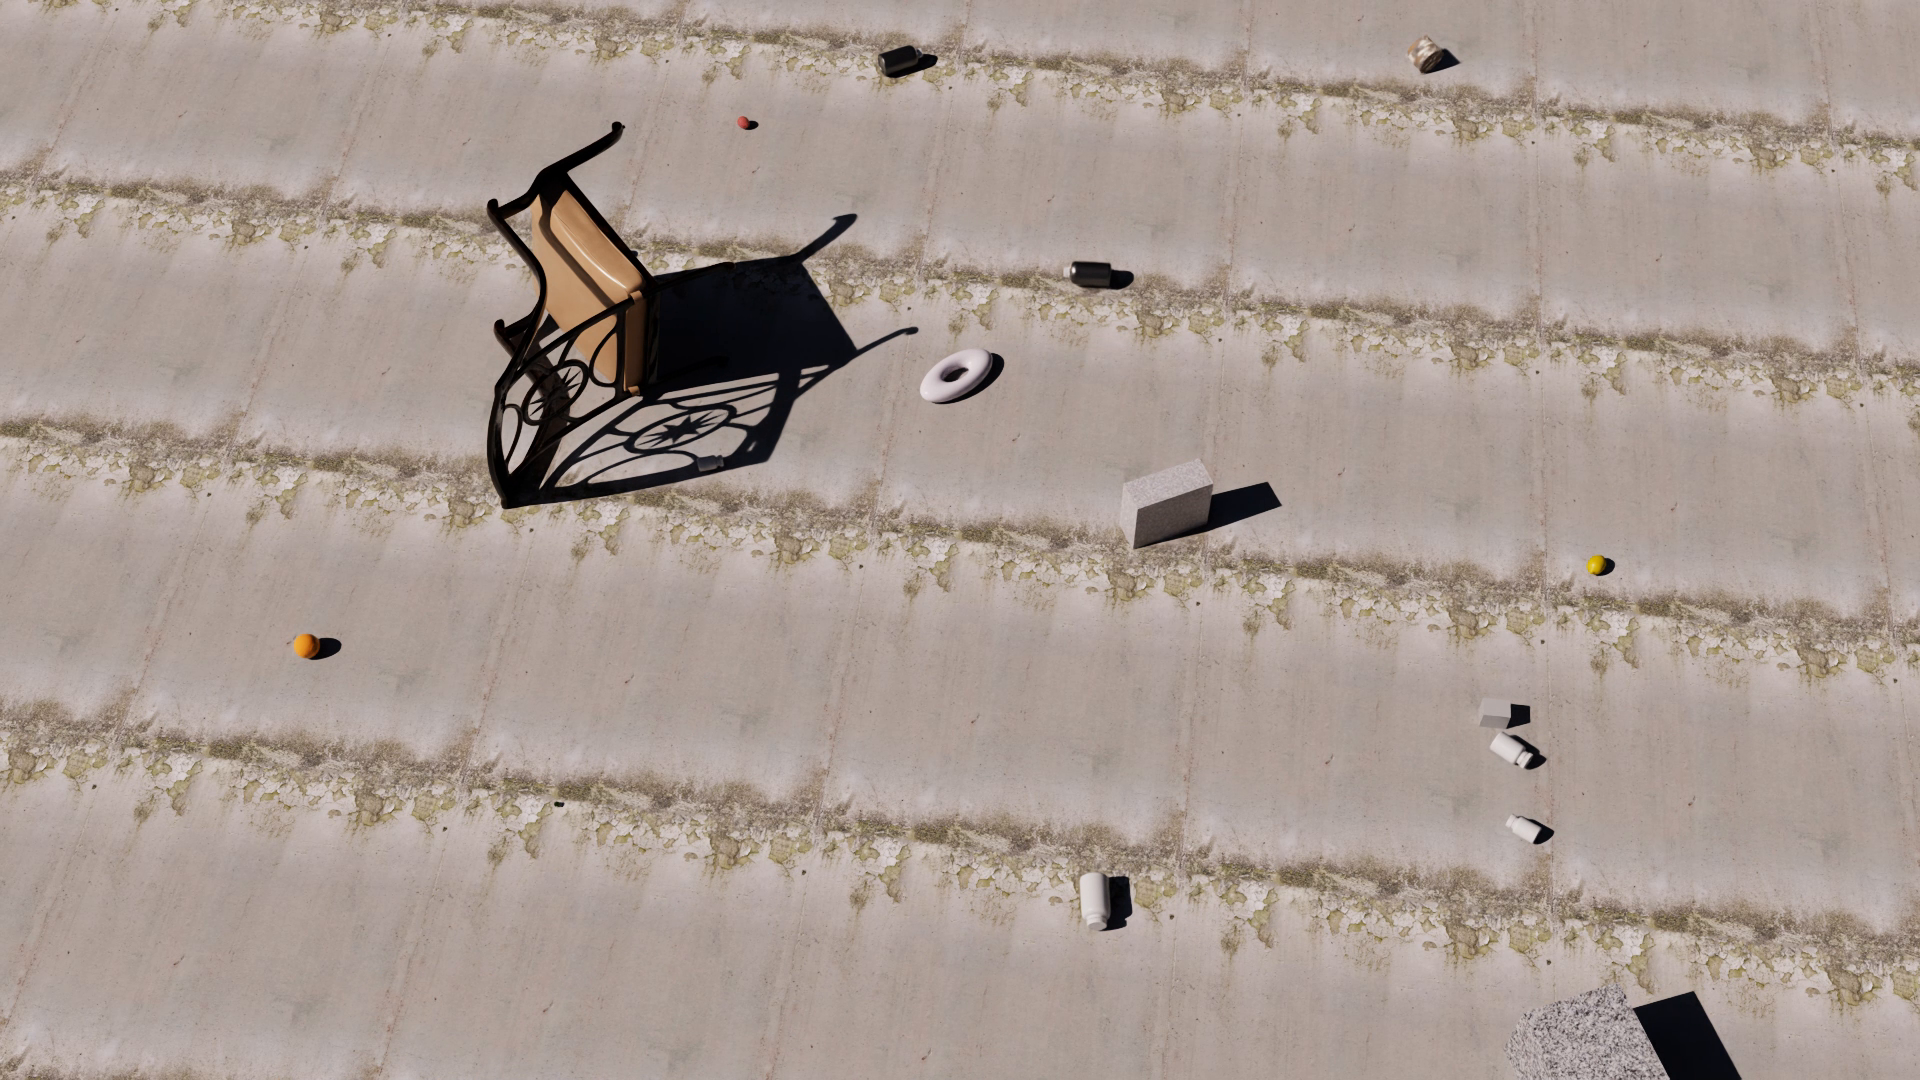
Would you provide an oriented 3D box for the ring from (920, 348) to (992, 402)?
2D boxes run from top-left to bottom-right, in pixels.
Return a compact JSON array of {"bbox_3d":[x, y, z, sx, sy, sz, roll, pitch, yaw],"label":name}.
[{"bbox_3d":[-0.010,-0.517,6.888,0.274,0.054,0.138,-34,64,-21],"label":"ring"}]

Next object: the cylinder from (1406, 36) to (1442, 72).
[{"bbox_3d":[1.617,-1.691,7.655,0.100,0.078,0.082,-46,59,20],"label":"cylinder"}]

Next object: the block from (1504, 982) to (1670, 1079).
[{"bbox_3d":[1.573,1.320,5.538,0.263,0.250,0.269,-15,57,-10],"label":"block"}]

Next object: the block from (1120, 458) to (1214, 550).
[{"bbox_3d":[0.610,-0.106,6.517,0.244,0.212,0.098,-19,58,-12],"label":"block"}]

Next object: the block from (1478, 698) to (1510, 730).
[{"bbox_3d":[1.508,0.489,6.205,0.075,0.068,0.056,6,56,4],"label":"block"}]
